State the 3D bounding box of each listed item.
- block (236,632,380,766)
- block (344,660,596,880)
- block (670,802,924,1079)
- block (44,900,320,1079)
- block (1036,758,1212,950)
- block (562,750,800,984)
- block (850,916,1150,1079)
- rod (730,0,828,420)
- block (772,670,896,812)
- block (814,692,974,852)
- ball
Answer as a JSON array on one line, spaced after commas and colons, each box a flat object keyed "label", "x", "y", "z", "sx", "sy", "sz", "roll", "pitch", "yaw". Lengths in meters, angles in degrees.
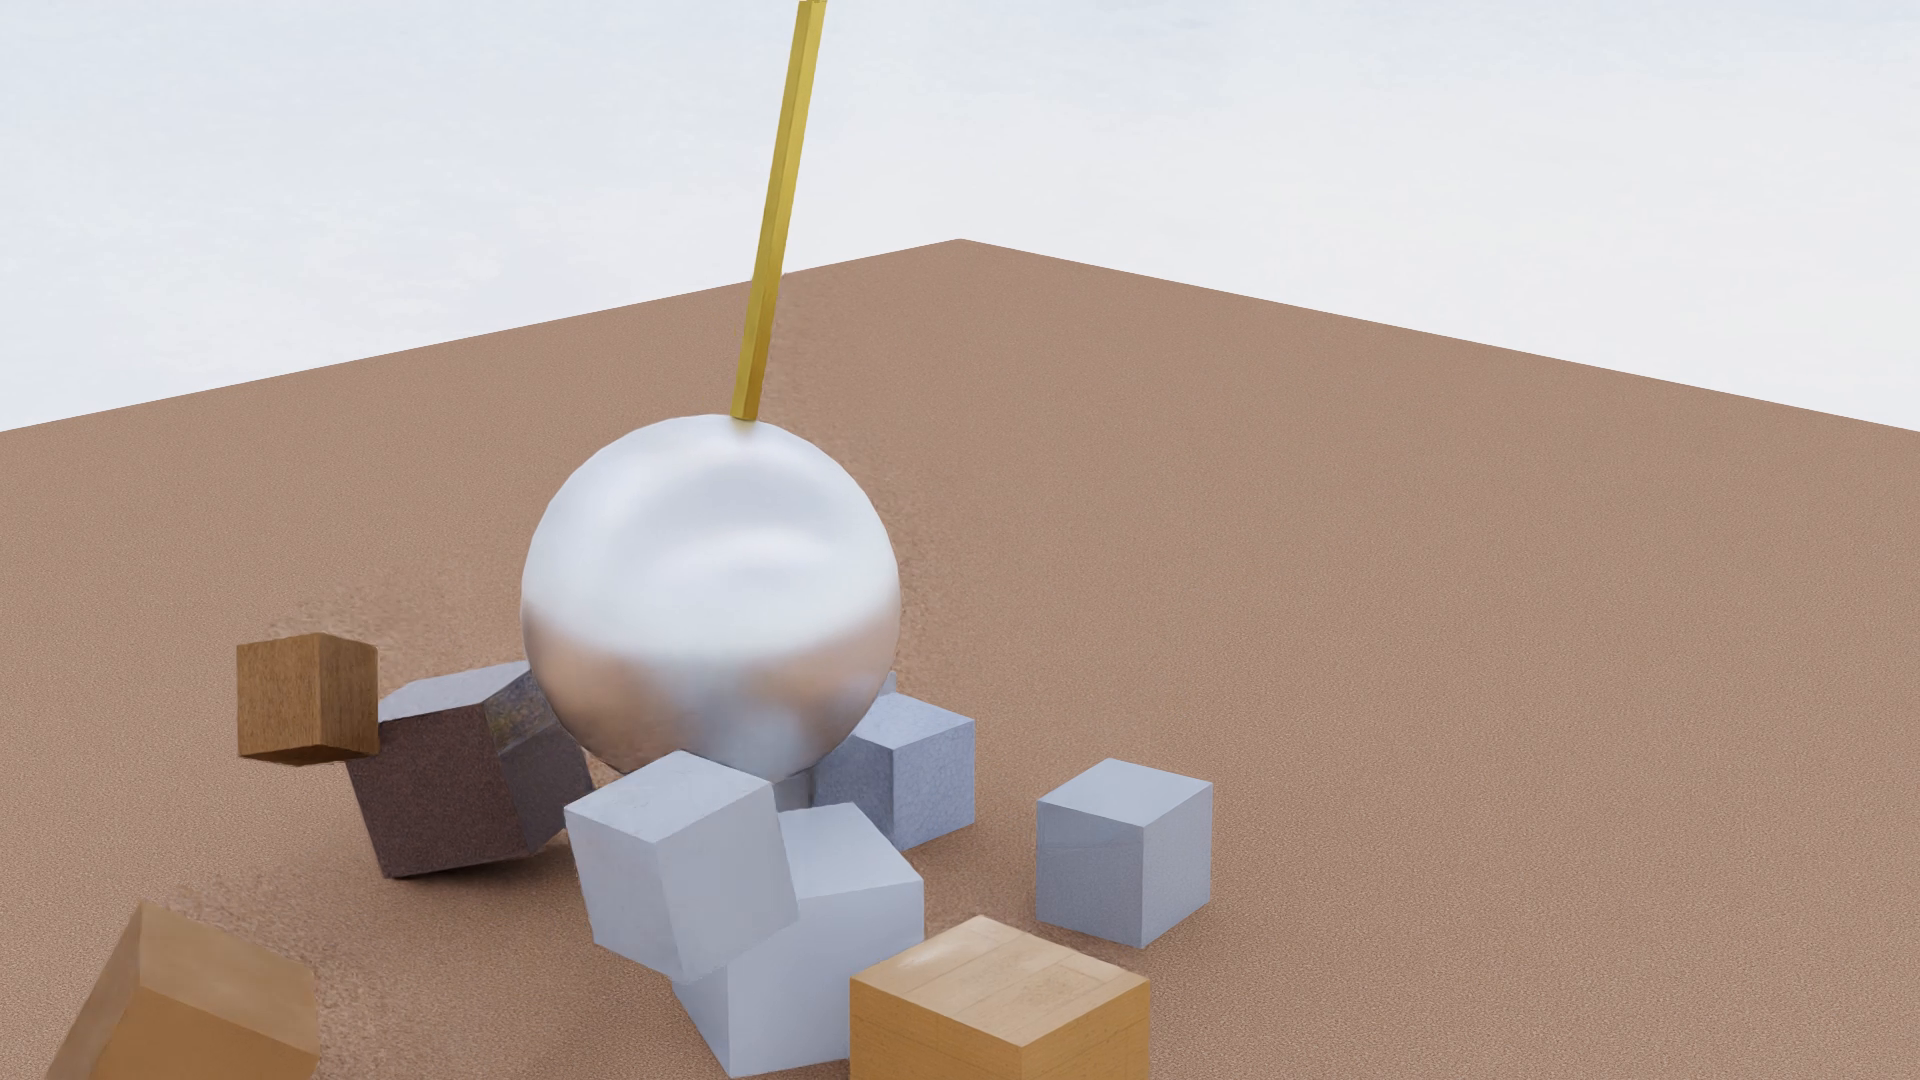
[{"label": "block", "x": -2.854, "y": 0.702, "z": 12.838, "sx": 0.435, "sy": 0.488, "sz": 0.423, "roll": -9, "pitch": -14, "yaw": 23}, {"label": "block", "x": -2.260, "y": 1.040, "z": 13.483, "sx": 0.796, "sy": 0.731, "sz": 0.674, "roll": -11, "pitch": 12, "yaw": 23}, {"label": "block", "x": -0.680, "y": 1.618, "z": 11.985, "sx": 0.817, "sy": 0.727, "sz": 0.863, "roll": -7, "pitch": 19, "yaw": -20}, {"label": "block", "x": -2.818, "y": 1.903, "z": 10.577, "sx": 0.683, "sy": 0.786, "sz": 0.733, "roll": 27, "pitch": 8, "yaw": -21}, {"label": "block", "x": 0.729, "y": 1.380, "z": 13.002, "sx": 0.542, "sy": 0.571, "sz": 0.604, "roll": 11, "pitch": 21, "yaw": 32}, {"label": "block", "x": -1.049, "y": 1.221, "z": 11.064, "sx": 0.554, "sy": 0.582, "sz": 0.583, "roll": -26, "pitch": 25, "yaw": -35}, {"label": "block", "x": 0.147, "y": 1.952, "z": 10.992, "sx": 0.845, "sy": 0.684, "sz": 0.732, "roll": 15, "pitch": 23, "yaw": 39}, {"label": "rod", "x": -0.453, "y": -3.048, "z": 11.909, "sx": 0.080, "sy": 5.200, "sz": 0.080, "roll": 17, "pitch": 10, "yaw": 42}, {"label": "block", "x": -0.744, "y": 0.944, "z": 14.323, "sx": 0.593, "sy": 0.610, "sz": 0.621, "roll": 14, "pitch": 22, "yaw": 38}, {"label": "block", "x": -0.312, "y": 1.103, "z": 13.959, "sx": 0.540, "sy": 0.526, "sz": 0.539, "roll": 16, "pitch": 24, "yaw": 42}, {"label": "ball", "x": -1.045, "y": 0.273, "z": 12.332, "sx": 1.600, "sy": 1.600, "sz": 1.600, "roll": 0, "pitch": 17, "yaw": 0}]
